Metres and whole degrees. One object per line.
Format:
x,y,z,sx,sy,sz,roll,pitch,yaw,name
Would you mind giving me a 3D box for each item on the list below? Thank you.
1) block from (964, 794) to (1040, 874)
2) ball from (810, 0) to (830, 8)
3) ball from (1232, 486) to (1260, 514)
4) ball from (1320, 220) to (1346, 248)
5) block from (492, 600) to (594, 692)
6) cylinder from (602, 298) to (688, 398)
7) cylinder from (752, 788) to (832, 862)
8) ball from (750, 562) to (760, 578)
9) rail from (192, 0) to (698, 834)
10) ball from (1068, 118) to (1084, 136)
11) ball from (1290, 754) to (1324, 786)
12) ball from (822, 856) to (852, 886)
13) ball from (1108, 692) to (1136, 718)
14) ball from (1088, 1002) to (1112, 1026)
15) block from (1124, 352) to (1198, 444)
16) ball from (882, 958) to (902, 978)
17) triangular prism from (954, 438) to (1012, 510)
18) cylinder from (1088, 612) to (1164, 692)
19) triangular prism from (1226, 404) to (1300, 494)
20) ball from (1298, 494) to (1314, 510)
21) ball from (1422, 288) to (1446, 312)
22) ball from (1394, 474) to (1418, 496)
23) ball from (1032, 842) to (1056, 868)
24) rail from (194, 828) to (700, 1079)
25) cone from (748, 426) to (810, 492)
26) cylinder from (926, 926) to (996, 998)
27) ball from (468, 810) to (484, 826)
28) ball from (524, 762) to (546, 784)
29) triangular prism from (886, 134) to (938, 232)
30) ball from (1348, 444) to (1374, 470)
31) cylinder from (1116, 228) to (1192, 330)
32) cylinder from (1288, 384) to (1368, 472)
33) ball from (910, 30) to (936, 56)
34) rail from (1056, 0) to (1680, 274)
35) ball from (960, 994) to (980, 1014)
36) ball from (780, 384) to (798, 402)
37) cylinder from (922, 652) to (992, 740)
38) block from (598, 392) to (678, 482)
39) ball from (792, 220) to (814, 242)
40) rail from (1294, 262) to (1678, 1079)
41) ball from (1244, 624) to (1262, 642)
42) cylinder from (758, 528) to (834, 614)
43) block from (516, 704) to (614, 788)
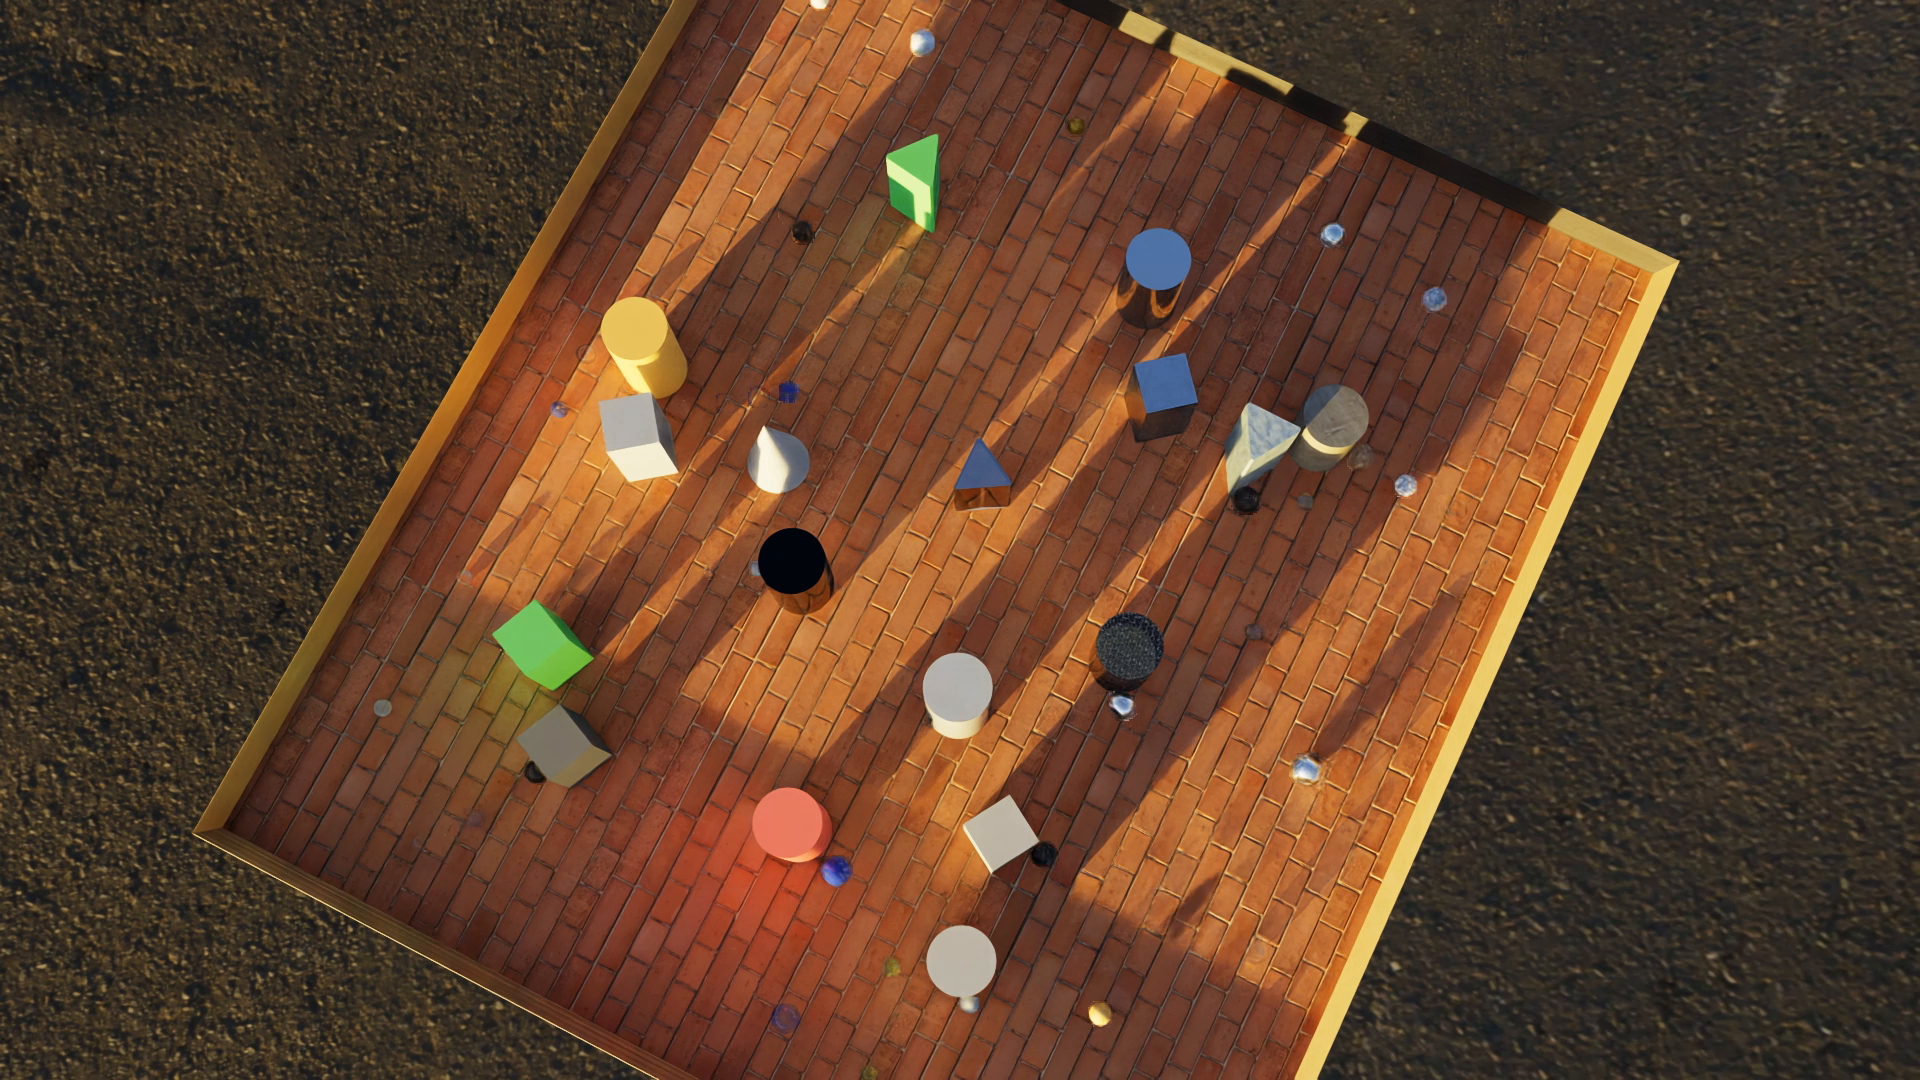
0.116,0.852,5.294,0.155,0.286,0.155,-32,80,-6,block
-0.455,-1.757,5.948,0.064,0.064,0.064,0,78,0,ball
0.874,-0.122,5.596,0.080,0.080,0.080,0,78,0,ball
1.175,-0.963,5.773,0.083,0.083,0.083,0,78,0,ball
-1.214,0.313,5.362,0.155,0.372,0.155,-40,81,-8,block
-0.948,-0.575,5.531,0.194,0.401,0.194,0,78,0,cylinder
-0.476,0.820,5.248,0.194,0.389,0.194,0,78,0,cylinder
-0.616,0.091,5.574,0.046,0.046,0.046,0,78,0,ball
-1.410,-0.684,5.693,0.045,0.126,3.558,26,80,5,rail
0.371,-1.324,5.862,0.057,0.057,0.057,0,78,0,ball
1.028,0.681,5.426,0.097,0.097,0.097,0,78,0,ball
-0.363,0.970,5.372,0.086,0.086,0.086,0,78,0,ball
0.483,0.492,5.471,0.082,0.082,0.082,0,78,0,ball
0.406,1.371,5.299,0.067,0.067,0.067,0,78,0,ball
0.603,-0.424,5.529,0.155,0.344,0.155,-12,79,-3,block
-0.199,1.243,5.331,0.056,0.056,0.056,0,78,0,ball
0.062,-0.199,5.508,0.168,0.293,0.145,-5,78,-1,triangular prism
0.485,0.334,5.385,0.194,0.318,0.194,0,78,0,cylinder
0.862,-0.287,5.448,0.168,0.447,0.145,-32,80,-6,triangular prism
1.059,-0.118,5.615,0.051,0.051,0.051,0,78,0,ball
1.486,-0.753,5.735,0.074,0.074,0.074,0,78,0,ball
1.367,-0.168,5.617,0.067,0.067,0.067,0,78,0,ball
0.246,0.925,5.381,0.074,0.074,0.074,0,78,0,ball
-0.785,1.544,5.232,3.201,0.126,0.045,26,80,5,rail
-0.561,-0.283,5.453,0.194,0.435,0.194,0,78,0,cone
0.004,1.194,5.211,0.194,0.309,0.194,0,78,0,cylinder
-1.432,0.825,5.421,0.048,0.048,0.048,0,78,0,ball
-1.257,0.688,5.440,0.067,0.067,0.067,0,78,0,ball
-0.110,-1.119,5.657,0.168,0.375,0.145,35,80,7,triangular prism
1.232,-0.256,5.628,0.081,0.081,0.081,0,78,0,ball
0.587,-0.793,5.594,0.194,0.366,0.194,0,78,0,cylinder
1.107,-0.335,5.535,0.194,0.295,0.194,0,78,0,cylinder
-0.121,-1.604,5.907,0.081,0.081,0.081,0,78,0,ball
0.785,-1.531,5.868,3.201,0.126,0.045,26,80,5,rail
0.027,1.342,5.309,0.059,0.059,0.059,0,78,0,ball
-0.531,-0.458,5.683,0.055,0.055,0.055,0,78,0,ball
-0.006,0.454,5.279,0.194,0.476,0.194,0,78,0,cylinder
-0.960,-0.305,5.491,0.155,0.369,0.155,-11,79,-2,block
-0.496,-0.974,5.783,0.069,0.069,0.069,0,78,0,ball
1.410,0.697,5.407,0.045,0.126,3.558,26,80,5,rail
0.886,0.278,5.531,0.054,0.054,0.054,0,78,0,ball
-0.481,0.096,5.412,0.194,0.362,0.194,0,78,0,cylinder
-1.144,0.603,5.326,0.155,0.325,0.155,-39,81,-7,block
